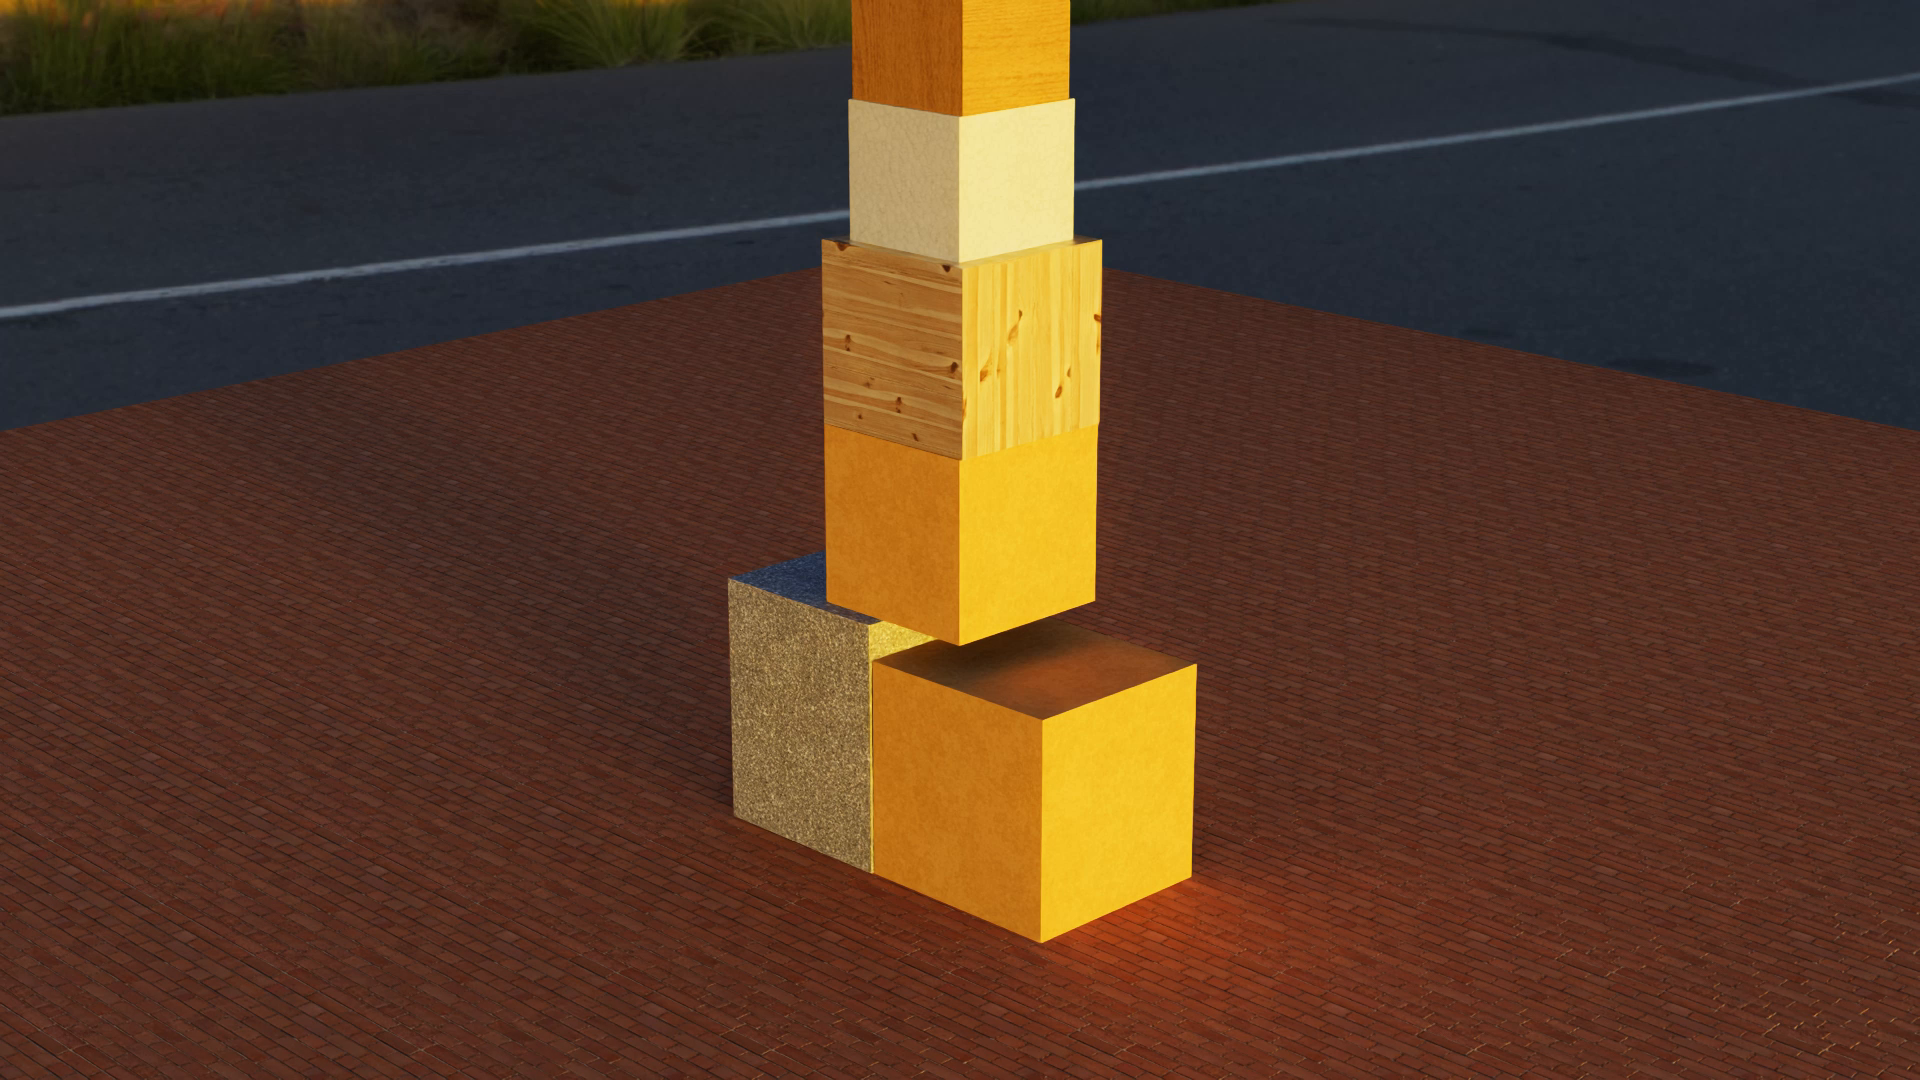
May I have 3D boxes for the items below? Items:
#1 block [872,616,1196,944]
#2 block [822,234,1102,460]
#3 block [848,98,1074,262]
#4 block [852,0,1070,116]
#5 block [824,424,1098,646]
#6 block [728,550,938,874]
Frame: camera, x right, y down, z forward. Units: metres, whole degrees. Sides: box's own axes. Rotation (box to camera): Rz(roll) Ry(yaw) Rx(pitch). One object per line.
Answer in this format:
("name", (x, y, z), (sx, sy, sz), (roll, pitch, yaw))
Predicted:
("block", (0.333, 1.043, 13.297), (1.001, 1.037, 1.053), (-17, 24, -42))
("block", (0.008, -0.926, 13.057), (0.871, 0.839, 0.880), (-17, 24, -42))
("block", (0.008, -1.621, 12.837), (0.710, 0.620, 0.680), (-17, 24, -42))
("block", (0.004, -2.173, 12.658), (0.652, 0.539, 0.677), (-17, 24, -42))
("block", (0.004, -0.122, 13.307), (0.877, 0.844, 0.860), (-17, 24, -42))
("block", (-0.389, 0.748, 13.956), (1.015, 1.205, 0.964), (-17, 24, -42))
